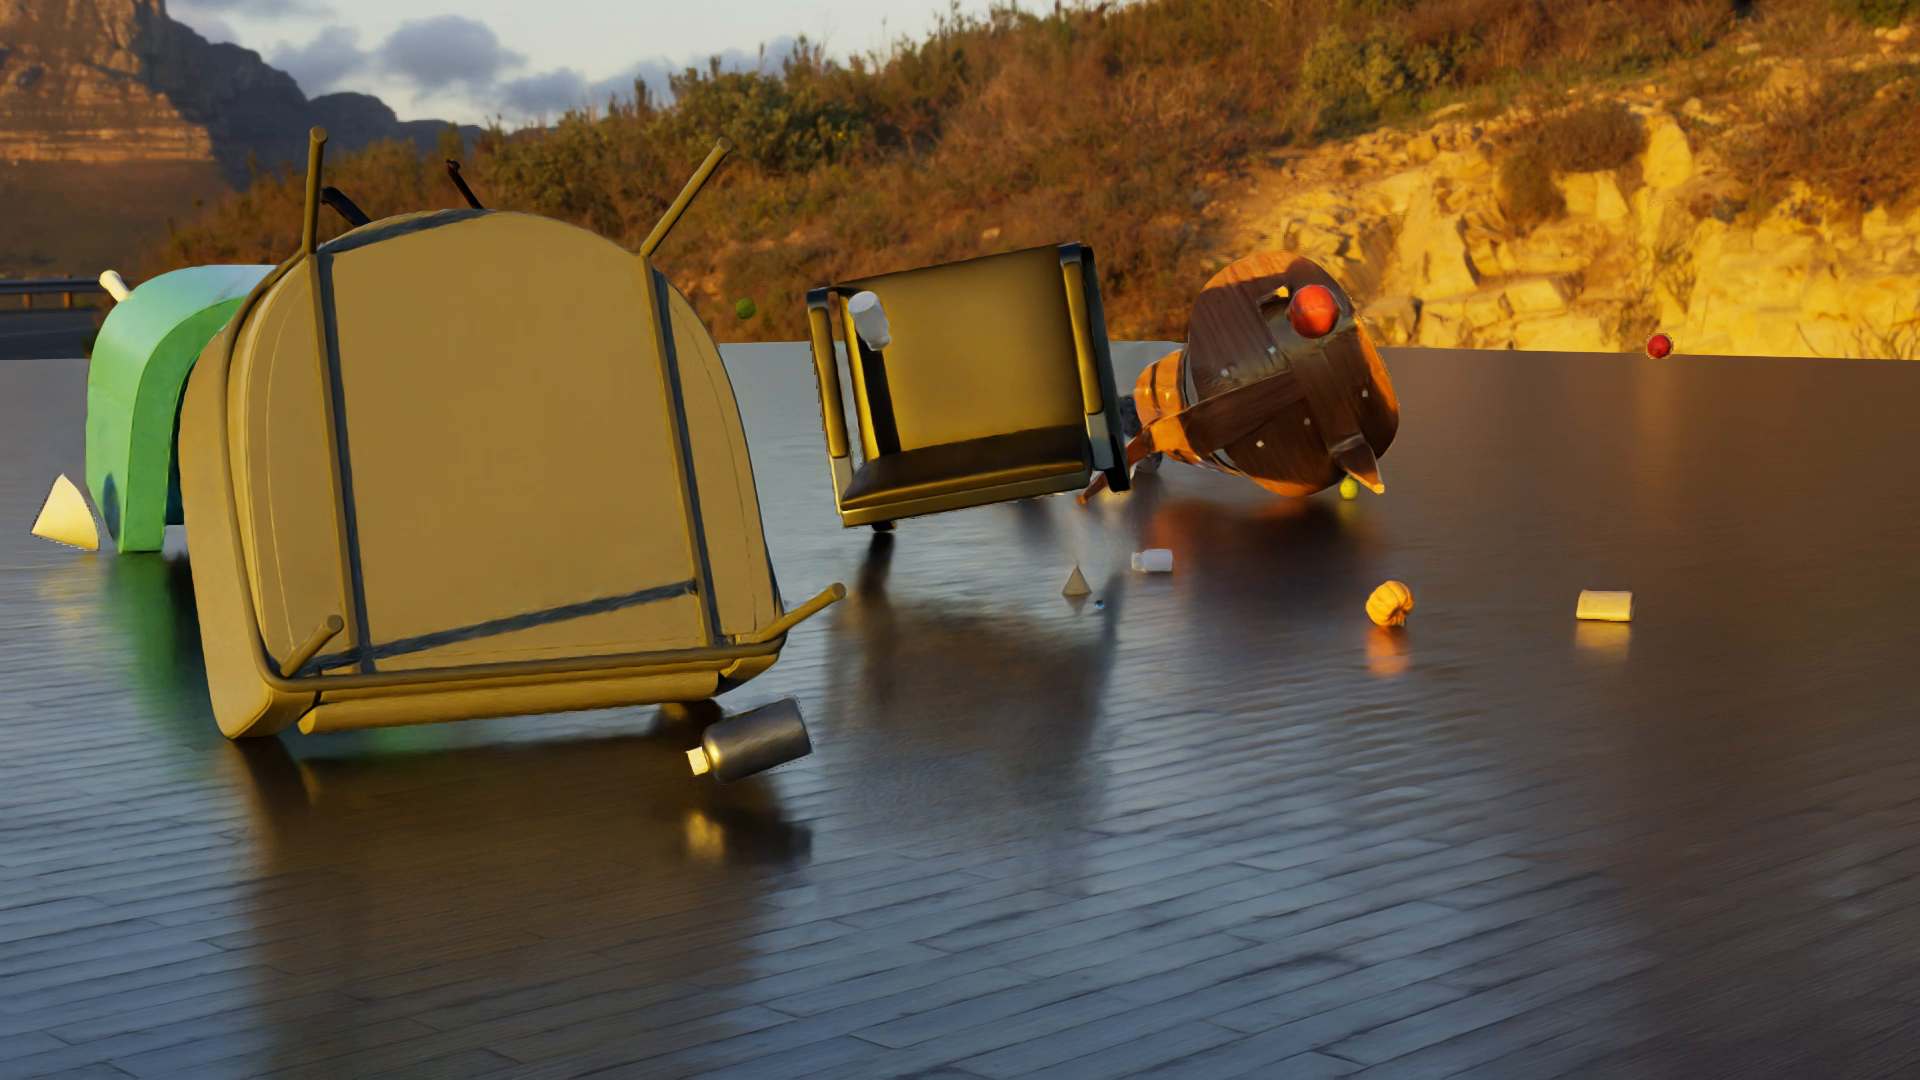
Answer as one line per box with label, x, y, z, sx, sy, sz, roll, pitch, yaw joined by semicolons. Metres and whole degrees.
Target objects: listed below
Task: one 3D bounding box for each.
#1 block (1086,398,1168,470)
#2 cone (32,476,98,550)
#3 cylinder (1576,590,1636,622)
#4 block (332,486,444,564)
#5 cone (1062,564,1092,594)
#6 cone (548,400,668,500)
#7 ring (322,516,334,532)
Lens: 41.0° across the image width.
block;0.563;-0.358;8.647;0.162;0.146;0.255;2;-23;30
cone;-2.143;-0.041;6.074;0.117;0.193;0.208;-29;1;-31
cylinder;1.244;0.126;4.939;0.098;0.042;0.091;2;28;22
block;-1.343;-0.038;6.023;0.216;0.155;0.204;-3;6;-25
cone;0.243;0.081;5.337;0.074;0.060;0.042;-4;7;-32
cone;-0.863;-0.203;6.492;0.314;0.219;0.273;-10;16;14
ring;-1.616;-0.043;6.647;0.049;0.039;0.113;0;7;16
